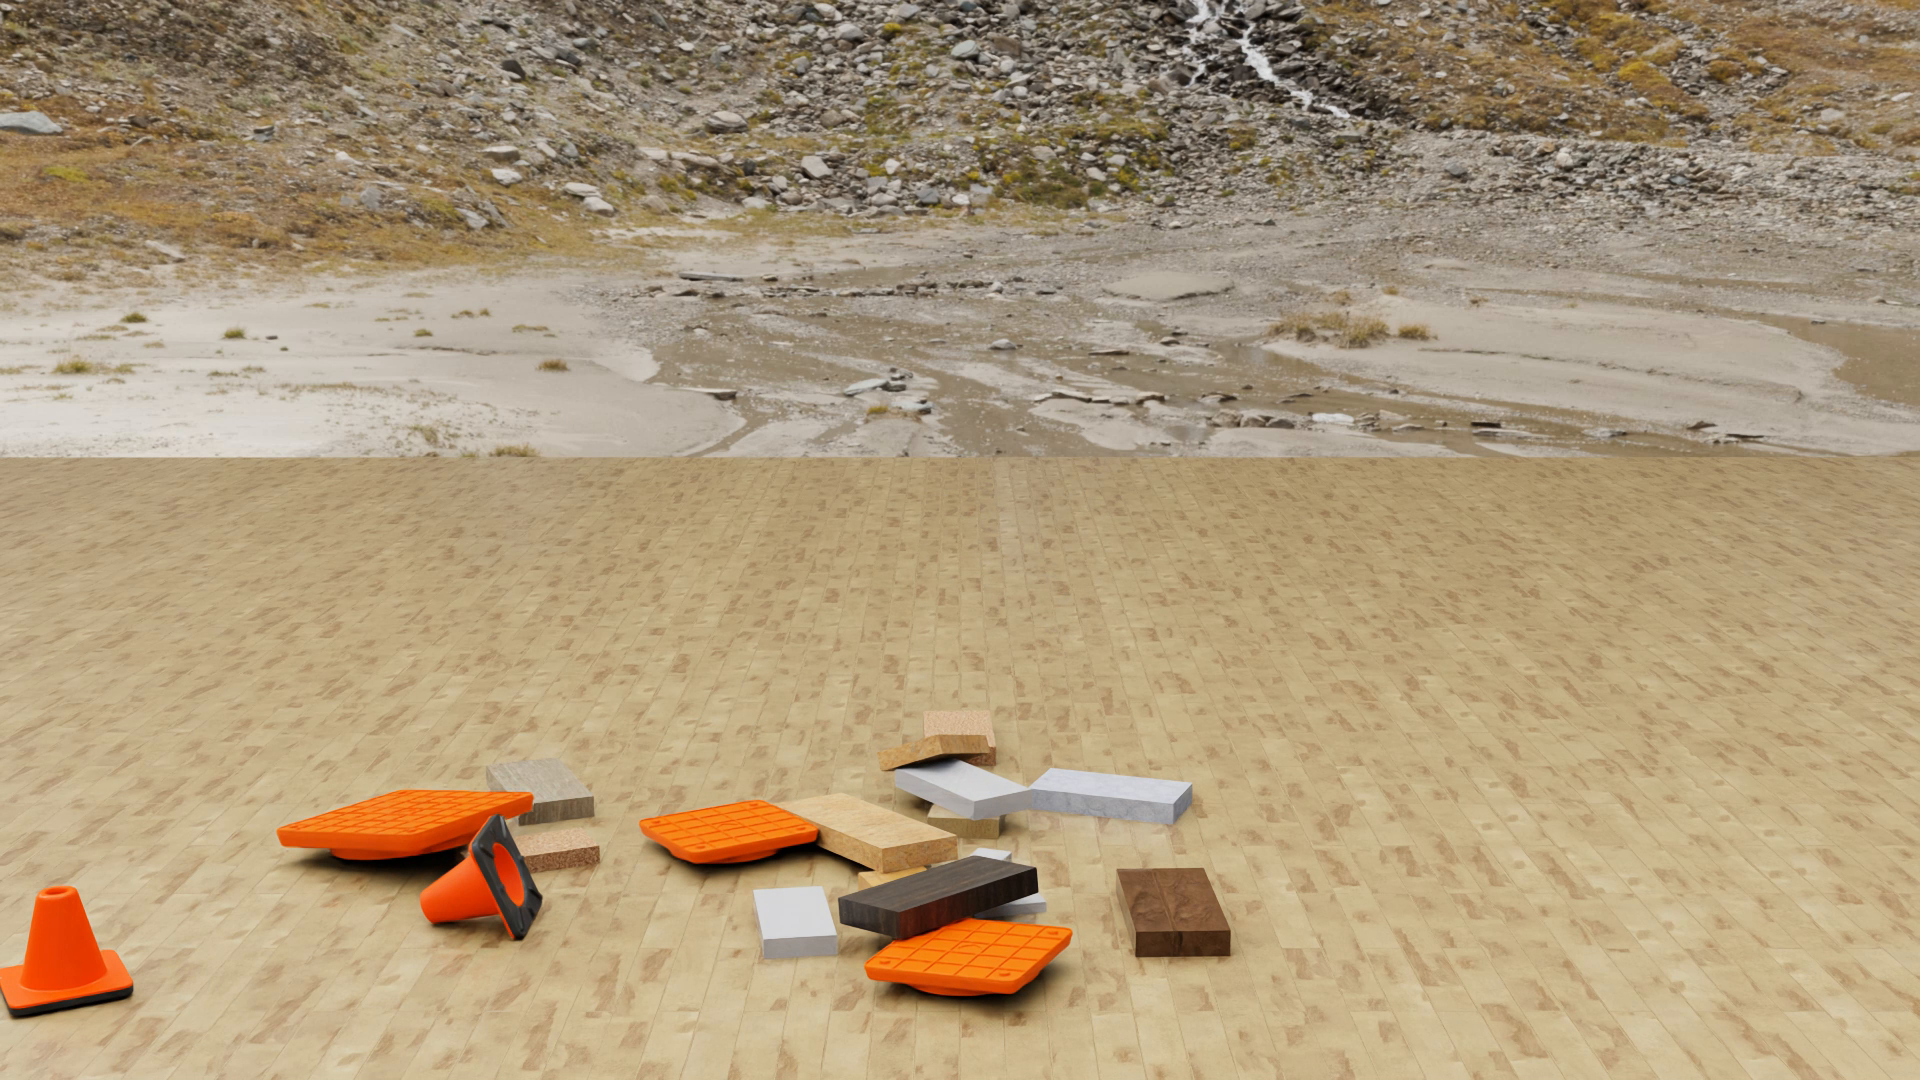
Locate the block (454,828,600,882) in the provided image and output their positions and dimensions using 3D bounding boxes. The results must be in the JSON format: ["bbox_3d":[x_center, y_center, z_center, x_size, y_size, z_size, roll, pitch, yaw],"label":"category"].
[{"bbox_3d":[-0.752,0.546,3.819,0.227,0.032,0.113,-5,12,-26],"label":"block"}]

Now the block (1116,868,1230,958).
[{"bbox_3d":[0.339,0.595,3.529,0.147,0.042,0.293,0,11,-2],"label":"block"}]

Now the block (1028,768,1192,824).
[{"bbox_3d":[0.283,0.482,4.143,0.282,0.040,0.141,4,11,20],"label":"block"}]

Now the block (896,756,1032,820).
[{"bbox_3d":[0.004,0.459,4.074,0.129,0.036,0.257,-7,13,-34],"label":"block"}]

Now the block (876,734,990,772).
[{"bbox_3d":[-0.048,0.410,4.242,0.129,0.036,0.257,-18,-11,19],"label":"block"}]

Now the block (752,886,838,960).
[{"bbox_3d":[-0.264,0.606,3.495,0.113,0.032,0.227,-2,11,-9],"label":"block"}]

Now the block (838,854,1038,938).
[{"bbox_3d":[-0.032,0.563,3.483,0.293,0.042,0.147,-10,9,-42],"label":"block"}]

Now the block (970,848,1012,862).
[{"bbox_3d":[0.039,0.560,3.785,0.062,0.017,0.123,4,11,21],"label":"block"}]

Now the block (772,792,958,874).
[{"bbox_3d":[-0.174,0.513,3.879,0.147,0.042,0.412,-6,7,-31],"label":"block"}]

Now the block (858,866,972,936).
[{"bbox_3d":[-0.076,0.588,3.594,0.113,0.032,0.227,-4,11,-21],"label":"block"}]

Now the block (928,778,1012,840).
[{"bbox_3d":[0.020,0.495,4.080,0.129,0.036,0.257,1,11,7],"label":"block"}]

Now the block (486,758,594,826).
[{"bbox_3d":[-0.800,0.476,4.176,0.141,0.040,0.282,-5,11,-23],"label":"block"}]

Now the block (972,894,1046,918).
[{"bbox_3d":[0.074,0.595,3.595,0.123,0.017,0.062,-3,11,-15],"label":"block"}]

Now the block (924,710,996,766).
[{"bbox_3d":[-0.003,0.408,4.539,0.141,0.040,0.282,0,11,-2],"label":"block"}]
